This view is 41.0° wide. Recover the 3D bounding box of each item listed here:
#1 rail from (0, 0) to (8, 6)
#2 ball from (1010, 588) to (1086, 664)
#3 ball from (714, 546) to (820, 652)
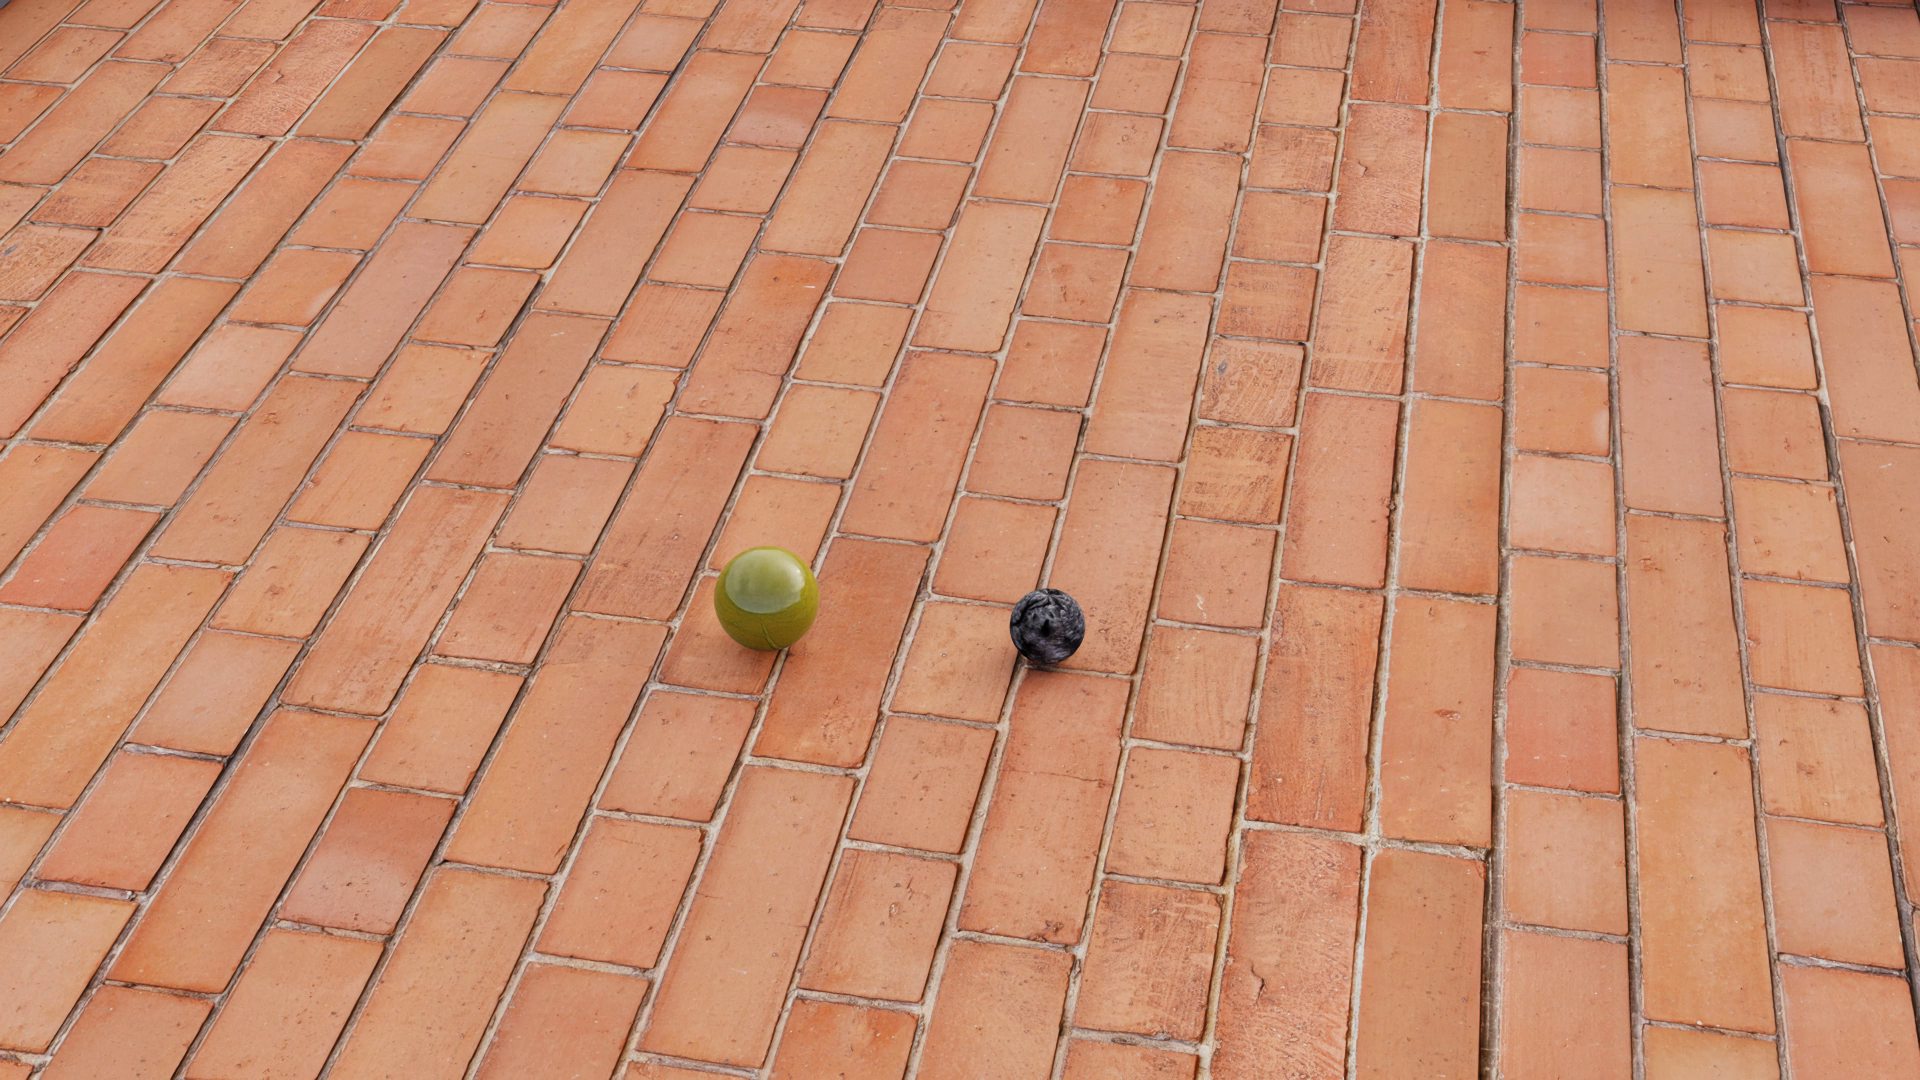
[{"bbox_3d":[-1.054,-0.142,1.868,0.045,0.124,2.303,6,36,9],"label":"rail"},{"bbox_3d":[0.056,0.056,1.657,0.049,0.049,0.049,0,35,0],"label":"ball"},{"bbox_3d":[-0.125,0.038,1.665,0.069,0.069,0.069,0,35,0],"label":"ball"}]
